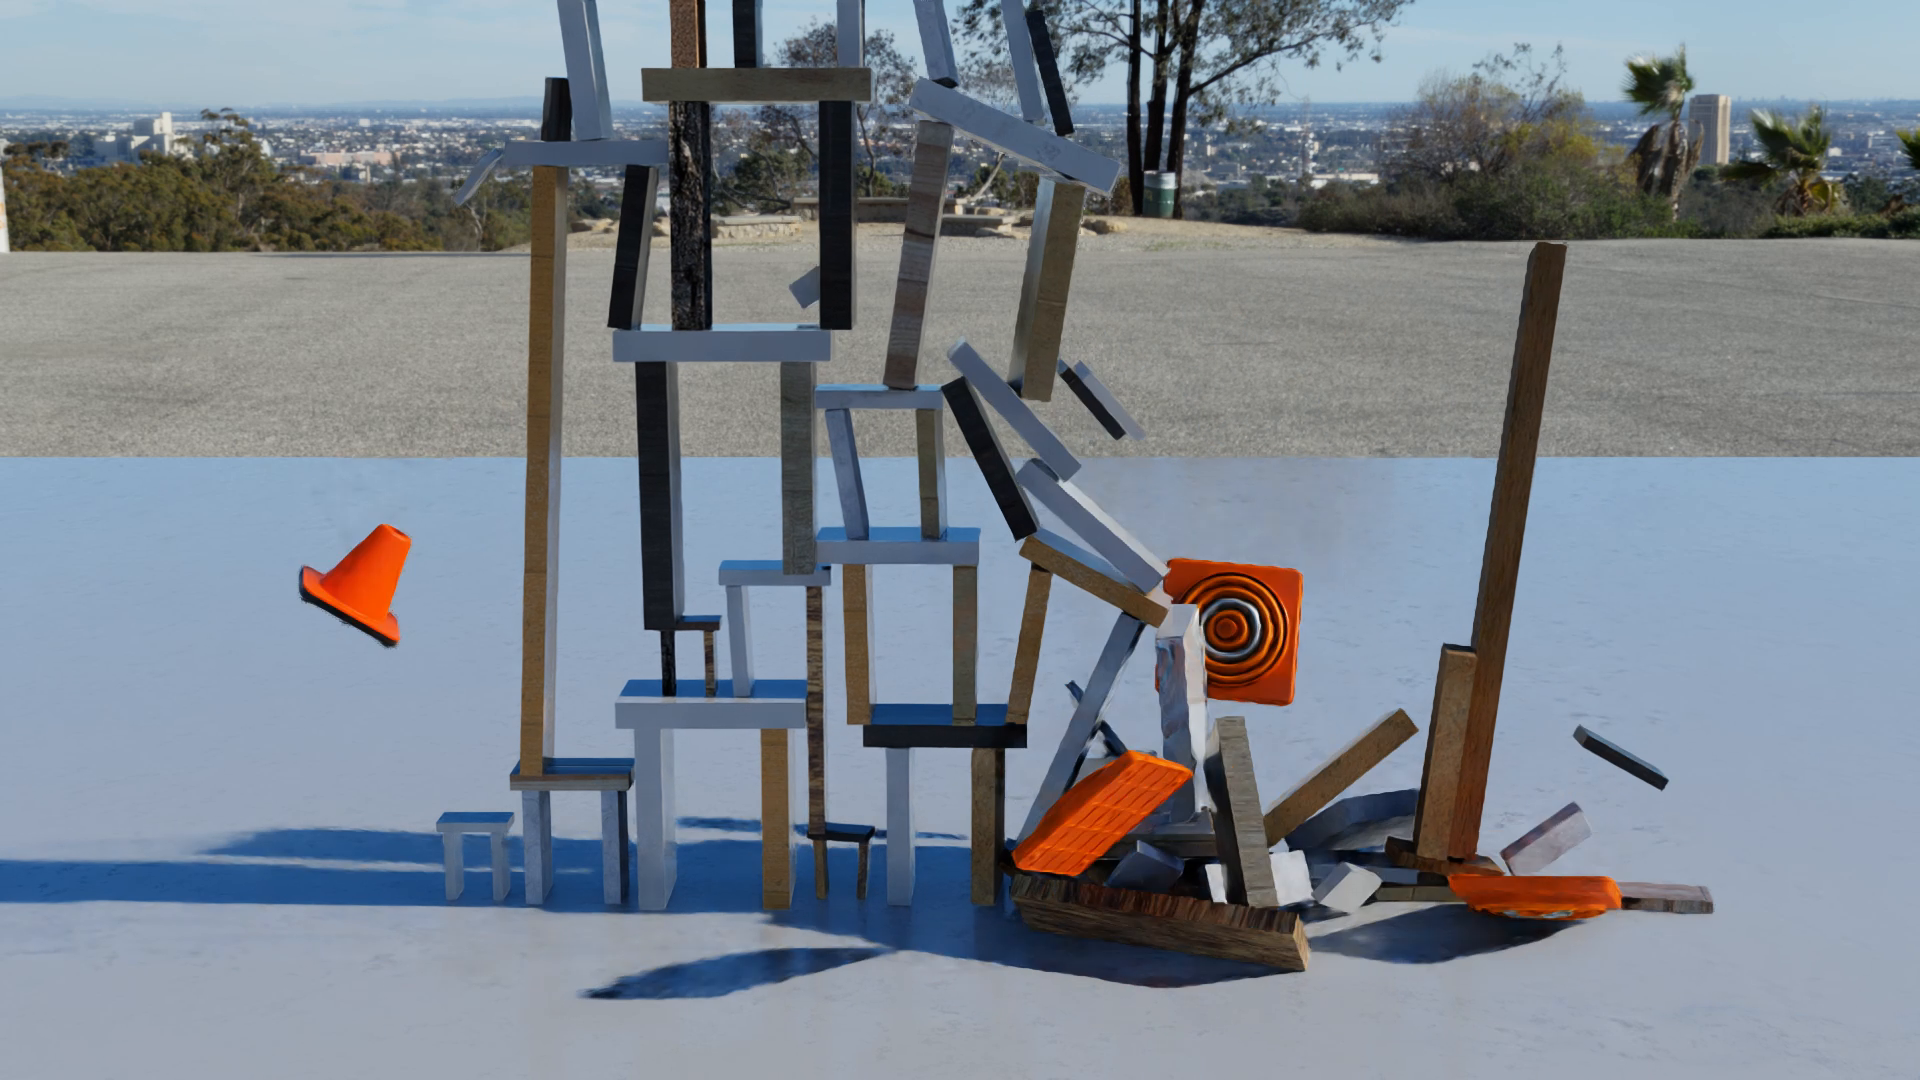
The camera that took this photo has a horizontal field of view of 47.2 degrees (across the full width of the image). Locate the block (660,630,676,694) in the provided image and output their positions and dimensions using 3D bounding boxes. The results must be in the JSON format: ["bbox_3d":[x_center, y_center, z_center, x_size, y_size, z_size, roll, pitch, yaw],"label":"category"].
[{"bbox_3d":[-0.477,0.195,3.596,0.015,0.105,0.053,-1,10,0],"label":"block"}]

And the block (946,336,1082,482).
[{"bbox_3d":[0.086,-0.213,3.555,0.039,0.273,0.136,-43,8,5],"label":"block"}]

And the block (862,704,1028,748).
[{"bbox_3d":[-0.022,0.306,3.630,0.267,0.038,0.134,0,10,1],"label":"block"}]

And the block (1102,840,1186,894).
[{"bbox_3d":[0.278,0.540,3.447,0.082,0.164,0.023,25,41,-7],"label":"block"}]

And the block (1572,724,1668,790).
[{"bbox_3d":[1.090,0.359,3.632,0.151,0.021,0.076,29,10,0],"label":"block"}]

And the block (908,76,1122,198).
[{"bbox_3d":[0.089,-0.635,3.476,0.339,0.048,0.170,24,7,1],"label":"block"}]

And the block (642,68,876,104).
[{"bbox_3d":[-0.312,-0.712,3.455,0.351,0.050,0.176,0,9,0],"label":"block"}]

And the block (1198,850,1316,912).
[{"bbox_3d":[0.481,0.562,3.559,0.186,0.093,0.026,-5,-15,-24],"label":"block"}]

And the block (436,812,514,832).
[{"bbox_3d":[-0.802,0.467,3.643,0.117,0.017,0.059,0,11,0],"label":"block"}]

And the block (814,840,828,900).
[{"bbox_3d":[-0.231,0.541,3.657,0.014,0.101,0.050,-2,10,4],"label":"block"}]

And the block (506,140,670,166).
[{"bbox_3d":[-0.578,-0.609,3.465,0.254,0.036,0.127,-1,9,-2],"label":"block"}]

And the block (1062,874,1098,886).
[{"bbox_3d":[0.231,0.569,3.646,0.120,0.017,0.060,17,13,4],"label":"block"}]

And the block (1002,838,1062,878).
[{"bbox_3d":[0.122,0.530,3.661,0.104,0.015,0.052,22,13,1],"label":"block"}]

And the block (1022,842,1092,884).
[{"bbox_3d":[0.165,0.530,3.637,0.120,0.017,0.060,20,15,3],"label":"block"}]

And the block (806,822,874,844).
[{"bbox_3d":[-0.198,0.484,3.642,0.101,0.014,0.050,2,10,14],"label":"block"}]

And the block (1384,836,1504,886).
[{"bbox_3d":[0.806,0.536,3.665,0.178,0.025,0.089,12,7,-5],"label":"block"}]

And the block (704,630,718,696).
[{"bbox_3d":[-0.407,0.196,3.595,0.015,0.105,0.053,-1,11,0],"label":"block"}]

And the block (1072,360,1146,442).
[{"bbox_3d":[0.241,-0.224,3.553,0.021,0.145,0.072,-42,22,6],"label":"block"}]

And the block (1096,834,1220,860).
[{"bbox_3d":[0.351,0.504,3.604,0.252,0.036,0.126,-1,-11,2],"label":"block"}]

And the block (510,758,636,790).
[{"bbox_3d":[-0.637,0.386,3.631,0.194,0.027,0.097,0,11,0],"label":"block"}]

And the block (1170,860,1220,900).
[{"bbox_3d":[0.414,0.560,3.615,0.186,0.026,0.093,6,17,-36],"label":"block"}]

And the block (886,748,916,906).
[{"bbox_3d":[-0.098,0.458,3.650,0.038,0.267,0.134,0,11,3],"label":"block"}]

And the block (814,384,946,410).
[{"bbox_3d":[-0.129,-0.232,3.547,0.206,0.029,0.103,0,9,2],"label":"block"}]

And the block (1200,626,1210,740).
[{"bbox_3d":[0.400,0.241,3.781,0.028,0.195,0.098,-7,-15,18],"label":"block"}]

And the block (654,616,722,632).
[{"bbox_3d":[-0.443,0.135,3.587,0.105,0.015,0.053,-1,9,-1],"label":"block"}]

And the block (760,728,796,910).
[{"bbox_3d":[-0.300,0.440,3.642,0.043,0.305,0.153,0,11,0],"label":"block"}]

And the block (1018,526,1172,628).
[{"bbox_3d":[0.222,0.058,3.569,0.254,0.036,0.127,28,11,4],"label":"block"}]

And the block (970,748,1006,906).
[{"bbox_3d":[0.047,0.456,3.657,0.038,0.267,0.134,2,11,8],"label":"block"}]

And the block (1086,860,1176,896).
[{"bbox_3d":[0.310,0.560,3.607,0.186,0.026,0.093,7,17,-34],"label":"block"}]

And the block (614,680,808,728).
[{"bbox_3d":[-0.402,0.269,3.610,0.305,0.043,0.153,0,11,0],"label":"block"}]

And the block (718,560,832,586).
[{"bbox_3d":[-0.299,0.054,3.581,0.181,0.026,0.090,0,9,-2],"label":"block"}]

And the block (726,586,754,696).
[{"bbox_3d":[-0.359,0.156,3.593,0.026,0.181,0.090,-3,10,1],"label":"block"}]

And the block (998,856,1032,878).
[{"bbox_3d":[0.112,0.559,3.658,0.104,0.015,0.052,31,13,2],"label":"block"}]

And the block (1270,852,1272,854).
[{"bbox_3d":[0.502,0.560,3.782,0.059,0.017,0.119,8,13,36],"label":"block"}]

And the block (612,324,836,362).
[{"bbox_3d":[-0.372,-0.316,3.513,0.339,0.048,0.170,0,9,0],"label":"block"}]

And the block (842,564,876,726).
[{"bbox_3d":[-0.164,0.158,3.603,0.037,0.264,0.132,-1,10,3],"label":"block"}]

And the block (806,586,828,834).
[{"bbox_3d":[-0.234,0.271,3.619,0.026,0.414,0.090,0,10,1],"label":"block"}]

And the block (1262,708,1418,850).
[{"bbox_3d":[0.624,0.412,3.747,0.335,0.047,0.167,-38,-7,-2],"label":"block"}]

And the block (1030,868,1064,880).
[{"bbox_3d":[0.169,0.566,3.656,0.104,0.015,0.052,21,13,0],"label":"block"}]

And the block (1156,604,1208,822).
[{"bbox_3d":[0.363,0.280,3.573,0.045,0.318,0.159,-1,17,15],"label":"block"}]

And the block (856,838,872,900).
[{"bbox_3d":[-0.159,0.540,3.658,0.014,0.101,0.050,4,11,4],"label":"block"}]

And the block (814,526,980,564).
[{"bbox_3d":[-0.099,0.009,3.579,0.264,0.037,0.132,0,10,2],"label":"block"}]

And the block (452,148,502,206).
[{"bbox_3d":[-0.762,-0.573,3.472,0.099,0.014,0.049,-43,10,37],"label":"block"}]

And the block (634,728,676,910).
[{"bbox_3d":[-0.503,0.440,3.642,0.043,0.305,0.153,0,11,0],"label":"block"}]
